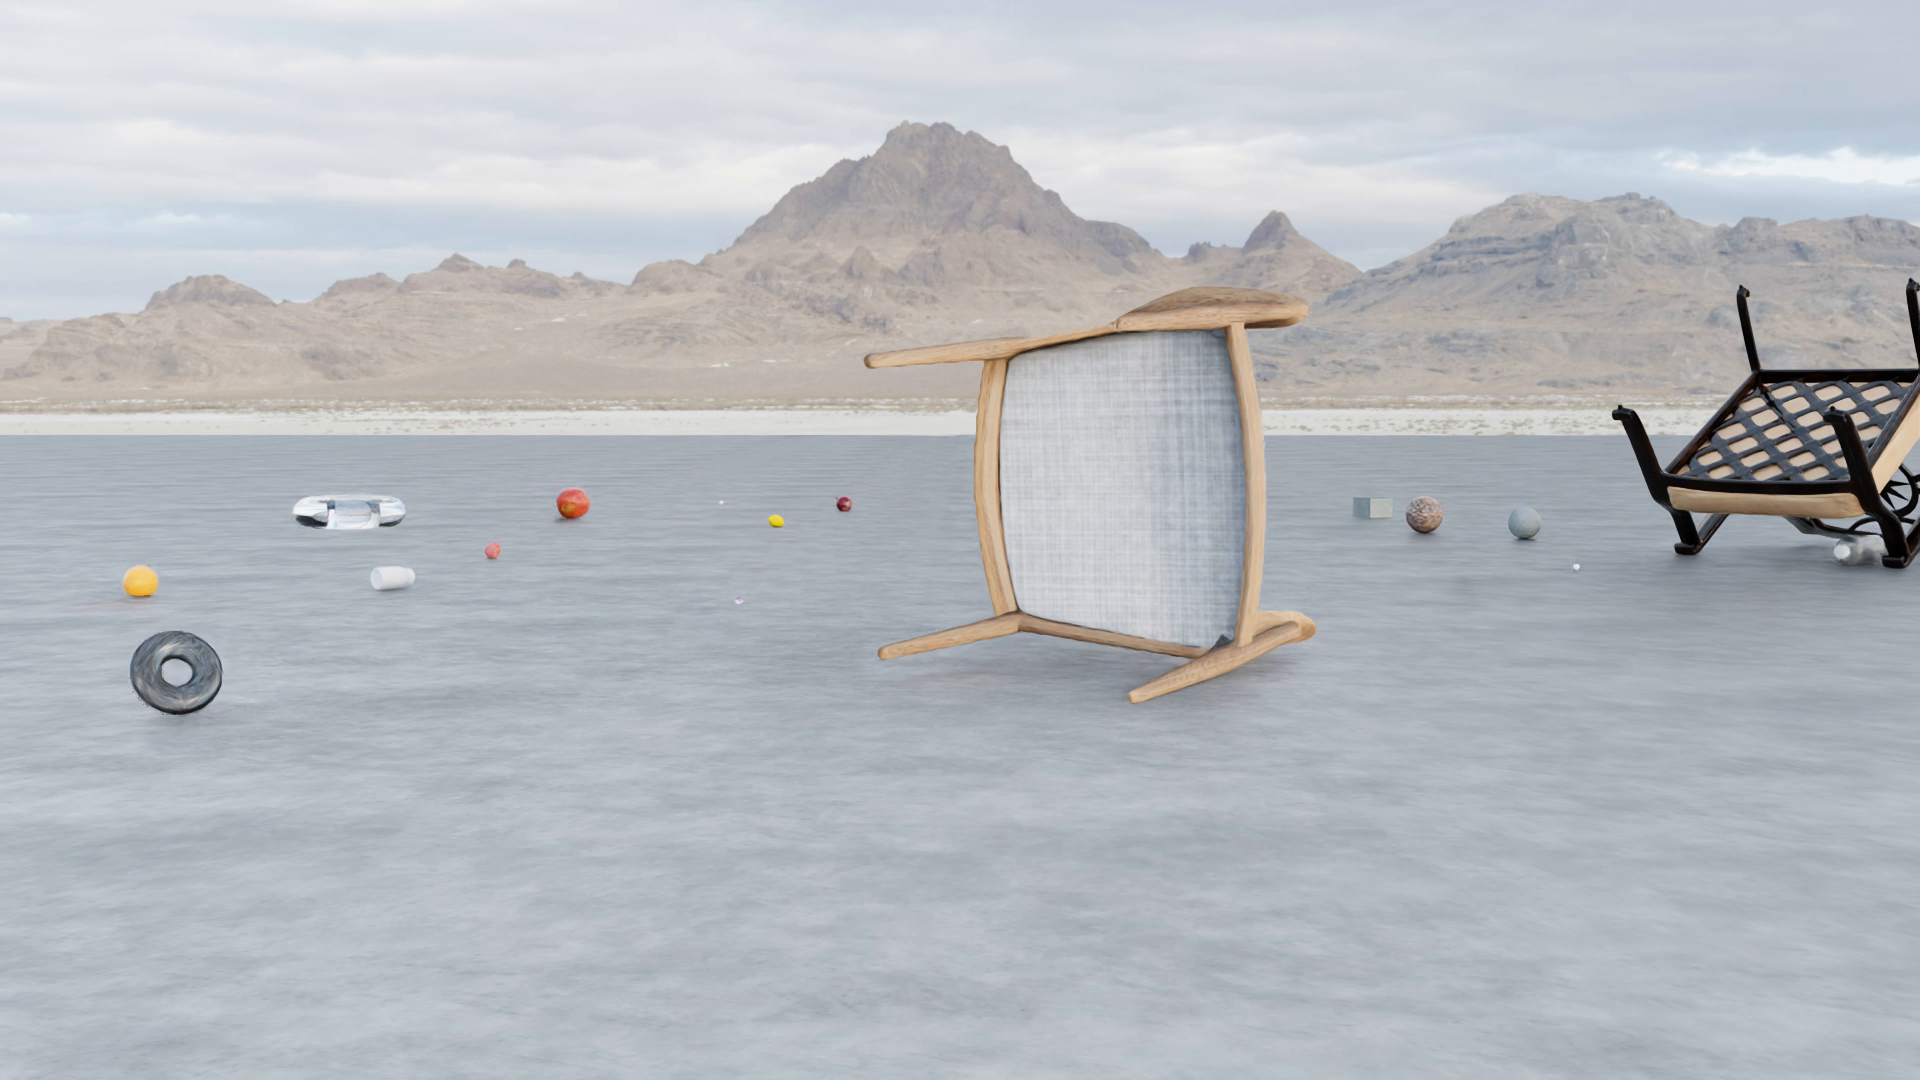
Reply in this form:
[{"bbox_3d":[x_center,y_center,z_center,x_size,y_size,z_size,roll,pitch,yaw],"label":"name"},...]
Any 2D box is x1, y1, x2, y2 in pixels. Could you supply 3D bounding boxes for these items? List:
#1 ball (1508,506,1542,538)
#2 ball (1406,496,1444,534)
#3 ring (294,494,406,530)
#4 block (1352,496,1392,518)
[{"bbox_3d":[1.692,-0.052,6.592,0.097,0.097,0.097,0,4,0],"label":"ball"},{"bbox_3d":[1.447,-0.080,6.851,0.117,0.117,0.117,0,4,0],"label":"ball"},{"bbox_3d":[-1.986,-0.091,7.160,0.299,0.101,0.381,4,5,39],"label":"ring"},{"bbox_3d":[1.452,-0.116,7.740,0.098,0.068,0.099,-2,4,-28],"label":"block"}]
